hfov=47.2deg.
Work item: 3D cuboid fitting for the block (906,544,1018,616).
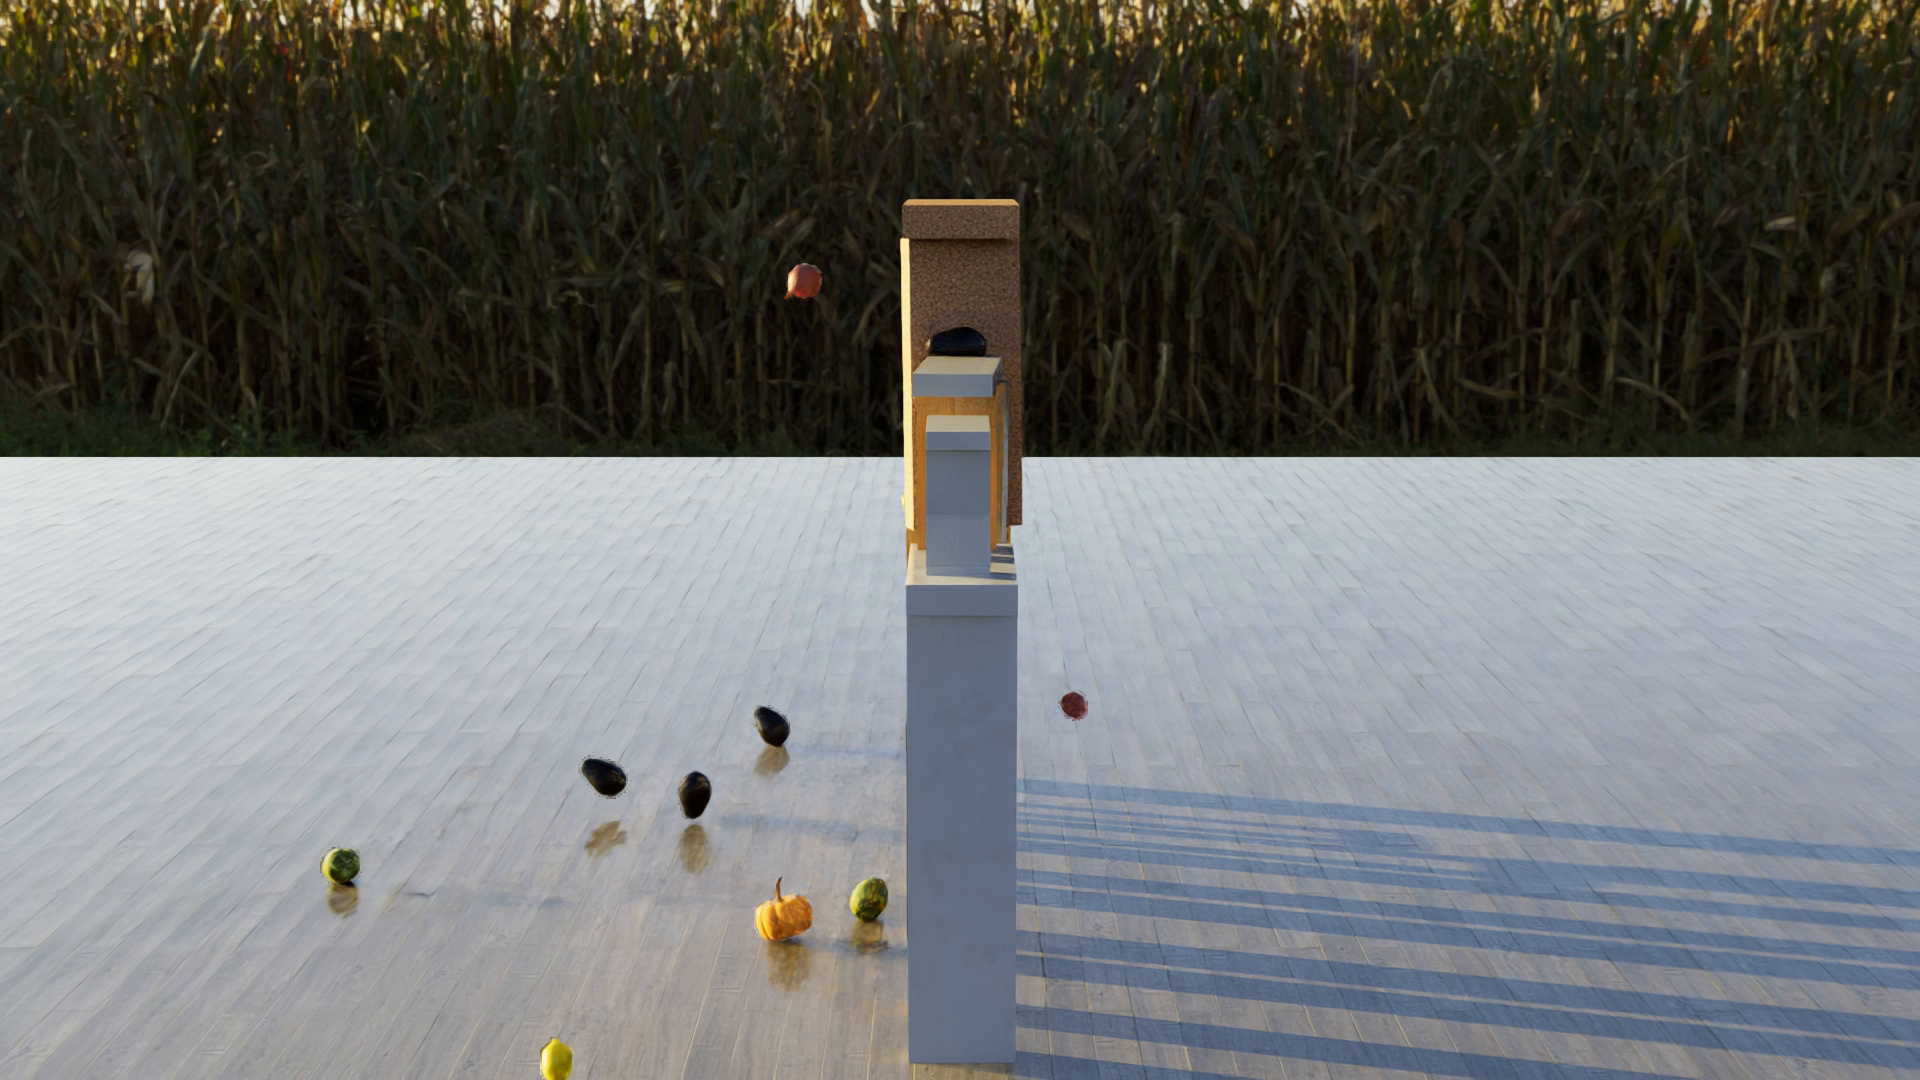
[{"bbox_3d":[0.003,0.052,2.999,0.146,0.041,0.292,0,11,0],"label":"block"}]

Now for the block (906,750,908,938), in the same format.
[{"bbox_3d":[-0.004,0.468,3.457,0.158,0.317,0.045,0,11,0],"label":"block"}]

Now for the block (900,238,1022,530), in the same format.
[{"bbox_3d":[0.003,-0.237,3.312,0.171,0.434,0.048,-3,8,-15],"label":"block"}]

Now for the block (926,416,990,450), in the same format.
[{"bbox_3d":[-0.002,-0.145,2.947,0.085,0.024,0.170,0,11,0],"label":"block"}]

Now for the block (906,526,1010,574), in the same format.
[{"bbox_3d":[-0.003,0.053,3.641,0.171,0.342,0.048,0,11,0],"label":"block"}]

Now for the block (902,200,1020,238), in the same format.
[{"bbox_3d":[0.001,-0.494,3.374,0.171,0.048,0.342,0,10,0],"label":"block"}]

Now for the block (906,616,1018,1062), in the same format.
[{"bbox_3d":[0.003,0.400,2.965,0.146,0.631,0.041,0,11,0],"label":"block"}]

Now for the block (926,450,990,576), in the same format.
[{"bbox_3d":[-0.002,-0.039,2.909,0.085,0.170,0.024,0,11,0],"label":"block"}]

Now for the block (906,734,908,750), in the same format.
[{"bbox_3d":[-0.004,0.271,3.528,0.158,0.045,0.317,0,11,0],"label":"block"}]

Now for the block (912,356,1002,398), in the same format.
[{"bbox_3d":[-0.001,-0.233,3.118,0.110,0.031,0.220,1,11,4],"label":"block"}]

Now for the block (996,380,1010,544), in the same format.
[{"bbox_3d":[0.012,-0.047,3.241,0.110,0.380,0.031,4,11,15],"label":"block"}]

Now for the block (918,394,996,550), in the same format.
[{"bbox_3d":[-0.004,-0.097,3.081,0.110,0.220,0.031,0,12,0],"label":"block"}]
